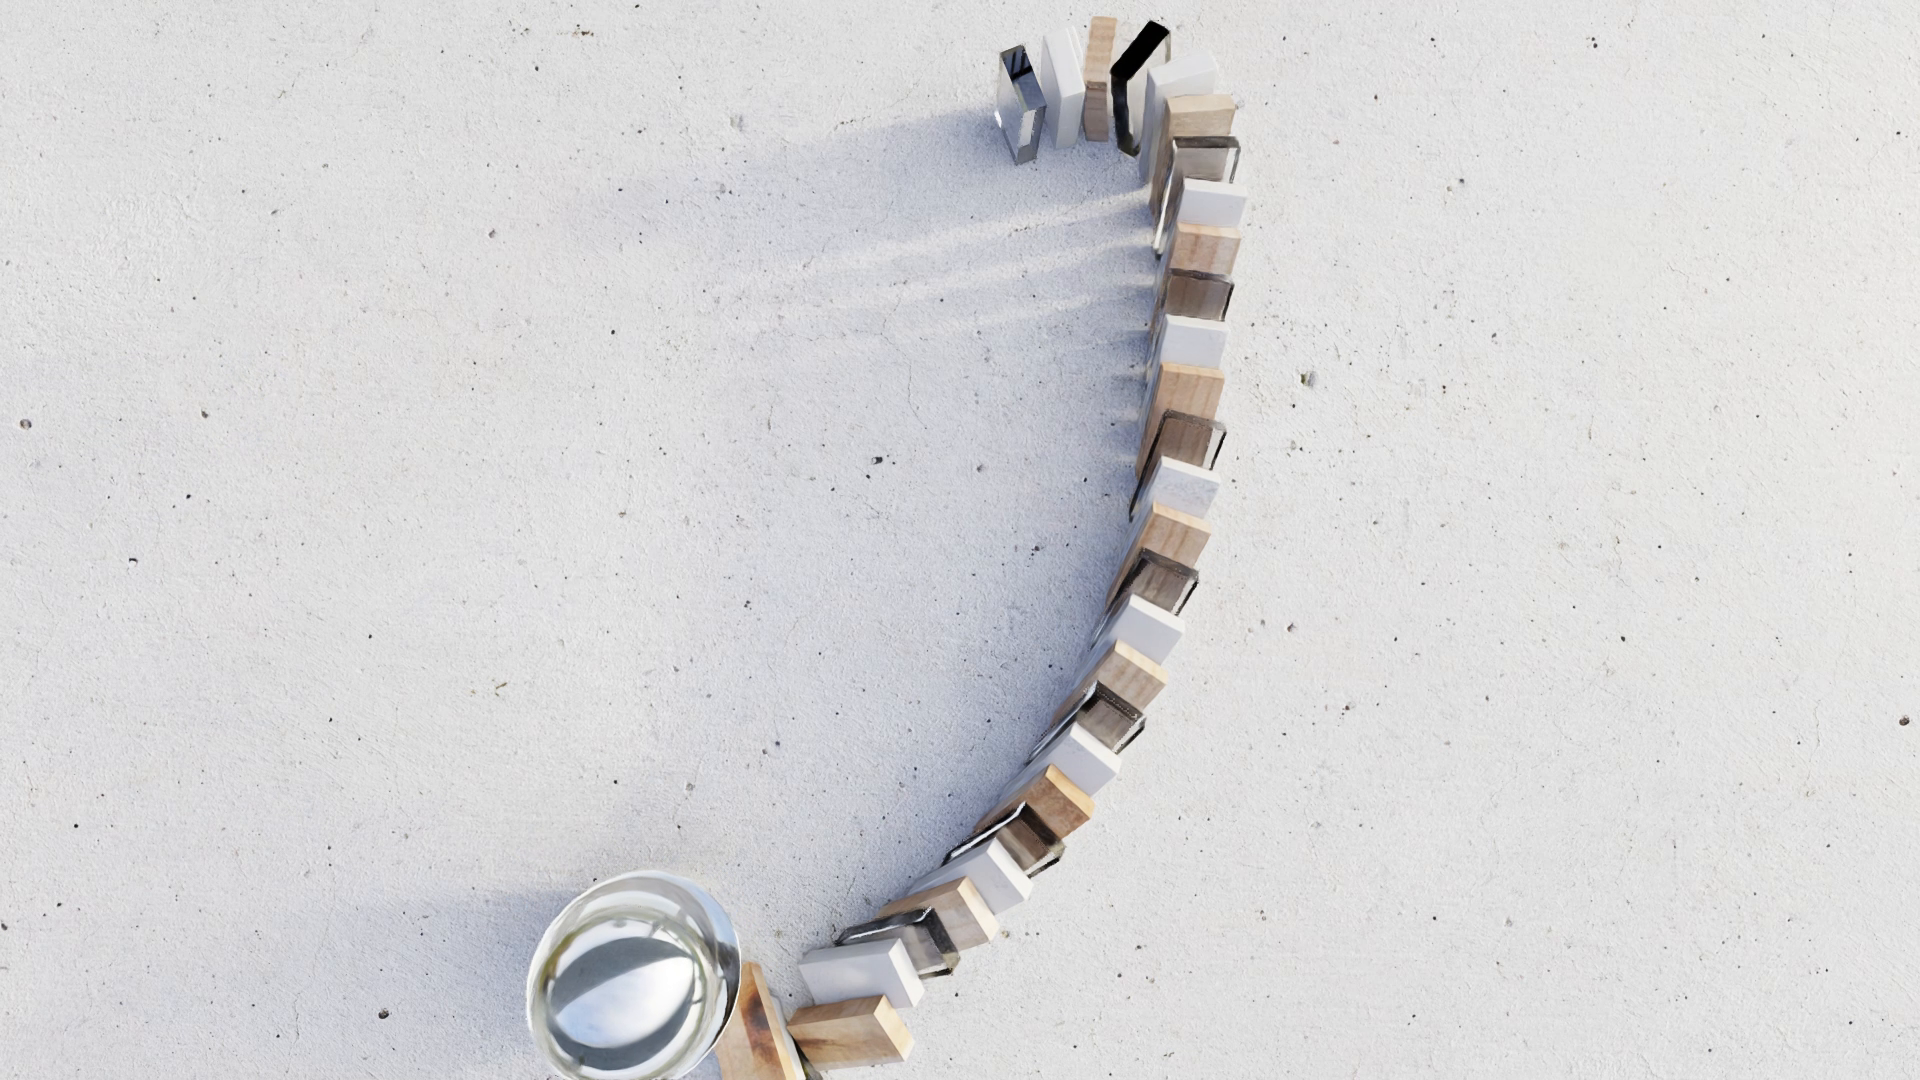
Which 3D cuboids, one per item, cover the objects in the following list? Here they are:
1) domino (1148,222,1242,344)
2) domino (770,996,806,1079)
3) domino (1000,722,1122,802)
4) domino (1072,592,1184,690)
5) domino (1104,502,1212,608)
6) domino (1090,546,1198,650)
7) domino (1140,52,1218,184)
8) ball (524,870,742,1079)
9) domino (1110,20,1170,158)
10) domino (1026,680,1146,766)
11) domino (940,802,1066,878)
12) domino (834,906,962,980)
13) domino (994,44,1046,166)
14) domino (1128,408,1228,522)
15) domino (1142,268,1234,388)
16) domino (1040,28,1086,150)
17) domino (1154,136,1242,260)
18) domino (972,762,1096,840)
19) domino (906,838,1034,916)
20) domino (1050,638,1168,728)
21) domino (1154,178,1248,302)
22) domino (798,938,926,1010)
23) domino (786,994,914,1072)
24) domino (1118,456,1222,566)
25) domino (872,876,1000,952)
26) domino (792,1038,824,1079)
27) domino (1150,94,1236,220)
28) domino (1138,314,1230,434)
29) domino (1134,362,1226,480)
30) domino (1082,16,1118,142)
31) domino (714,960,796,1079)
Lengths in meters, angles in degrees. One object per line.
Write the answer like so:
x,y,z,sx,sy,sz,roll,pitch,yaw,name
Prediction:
0.097,-0.104,0.380,0.025,0.009,0.050,7,130,0,domino
-0.080,0.221,0.382,0.025,0.010,0.050,-31,56,0,domino
0.042,0.101,0.383,0.025,0.009,0.050,39,120,0,domino
0.070,0.048,0.383,0.025,0.010,0.050,28,120,0,domino
0.082,0.011,0.383,0.025,0.010,0.050,21,121,0,domino
0.077,0.030,0.383,0.025,0.009,0.050,23,120,0,domino
0.089,-0.172,0.375,0.025,0.050,0.009,-16,66,0,domino
-0.127,0.172,0.360,0.080,0.080,0.080,0,90,0,ball
0.074,-0.183,0.375,0.009,0.050,0.025,39,89,17,domino
0.052,0.084,0.383,0.025,0.010,0.050,36,120,0,domino
0.018,0.132,0.383,0.025,0.010,0.050,47,120,0,domino
-0.027,0.172,0.383,0.050,0.010,0.025,-27,92,29,domino
0.024,-0.176,0.375,0.009,0.050,0.025,-22,90,0,domino
0.090,-0.028,0.383,0.025,0.009,0.050,14,122,0,domino
0.094,-0.086,0.381,0.025,0.009,0.050,7,127,0,domino
0.041,-0.183,0.375,0.010,0.050,0.025,-16,90,4,domino
0.097,-0.140,0.378,0.025,0.050,0.010,0,51,0,domino
0.030,0.117,0.383,0.025,0.010,0.050,43,120,0,domino
0.004,0.146,0.383,0.050,0.010,0.025,-39,90,30,domino
0.062,0.067,0.383,0.025,0.009,0.050,33,120,0,domino
0.098,-0.122,0.379,0.025,0.050,0.009,7,45,0,domino
-0.042,0.183,0.383,0.050,0.010,0.025,-22,95,29,domino
-0.046,0.206,0.382,0.050,0.010,0.025,-25,101,29,domino
0.087,-0.008,0.383,0.025,0.010,0.050,18,121,0,domino
-0.011,0.160,0.383,0.050,0.010,0.025,-32,91,30,domino
-0.071,0.240,0.395,0.025,0.010,0.050,-31,90,0,domino
0.094,-0.156,0.376,0.025,0.050,0.010,-4,59,0,domino
0.093,-0.067,0.382,0.025,0.010,0.050,8,124,0,domino
0.091,-0.048,0.383,0.025,0.010,0.050,8,122,0,domino
0.058,-0.187,0.375,0.010,0.050,0.025,9,90,10,domino
-0.089,0.207,0.382,0.025,0.009,0.050,-31,56,0,domino
